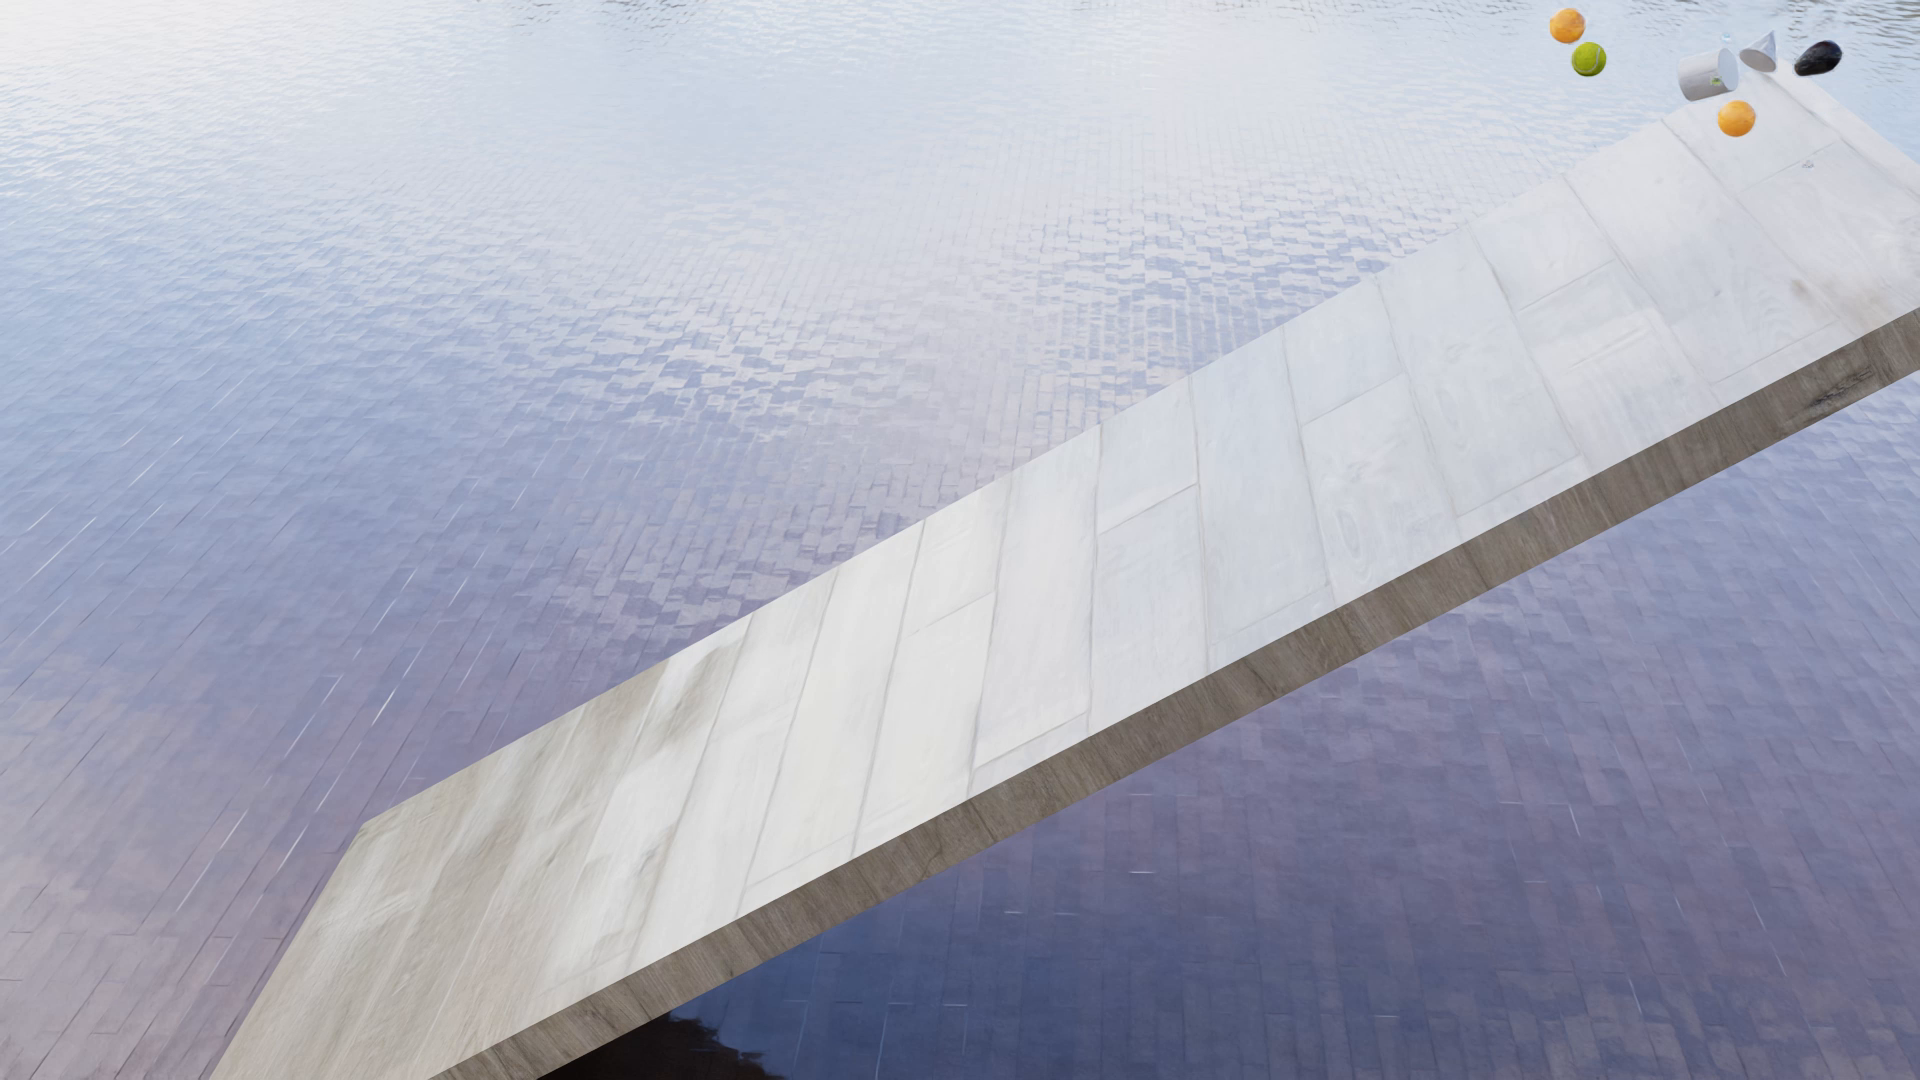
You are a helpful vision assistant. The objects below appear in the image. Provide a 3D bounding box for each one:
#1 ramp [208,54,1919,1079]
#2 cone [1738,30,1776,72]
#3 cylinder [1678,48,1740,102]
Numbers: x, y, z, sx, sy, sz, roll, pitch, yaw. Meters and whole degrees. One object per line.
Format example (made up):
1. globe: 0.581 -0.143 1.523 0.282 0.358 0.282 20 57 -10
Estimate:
1. ramp: 0.142 0.168 6.285 4.000 0.100 2.000 -28 15 12
2. cone: 1.572 -0.967 5.738 0.078 0.078 0.078 28 -12 7
3. cylinder: 1.514 -0.942 5.952 0.090 0.090 0.090 -10 8 40
